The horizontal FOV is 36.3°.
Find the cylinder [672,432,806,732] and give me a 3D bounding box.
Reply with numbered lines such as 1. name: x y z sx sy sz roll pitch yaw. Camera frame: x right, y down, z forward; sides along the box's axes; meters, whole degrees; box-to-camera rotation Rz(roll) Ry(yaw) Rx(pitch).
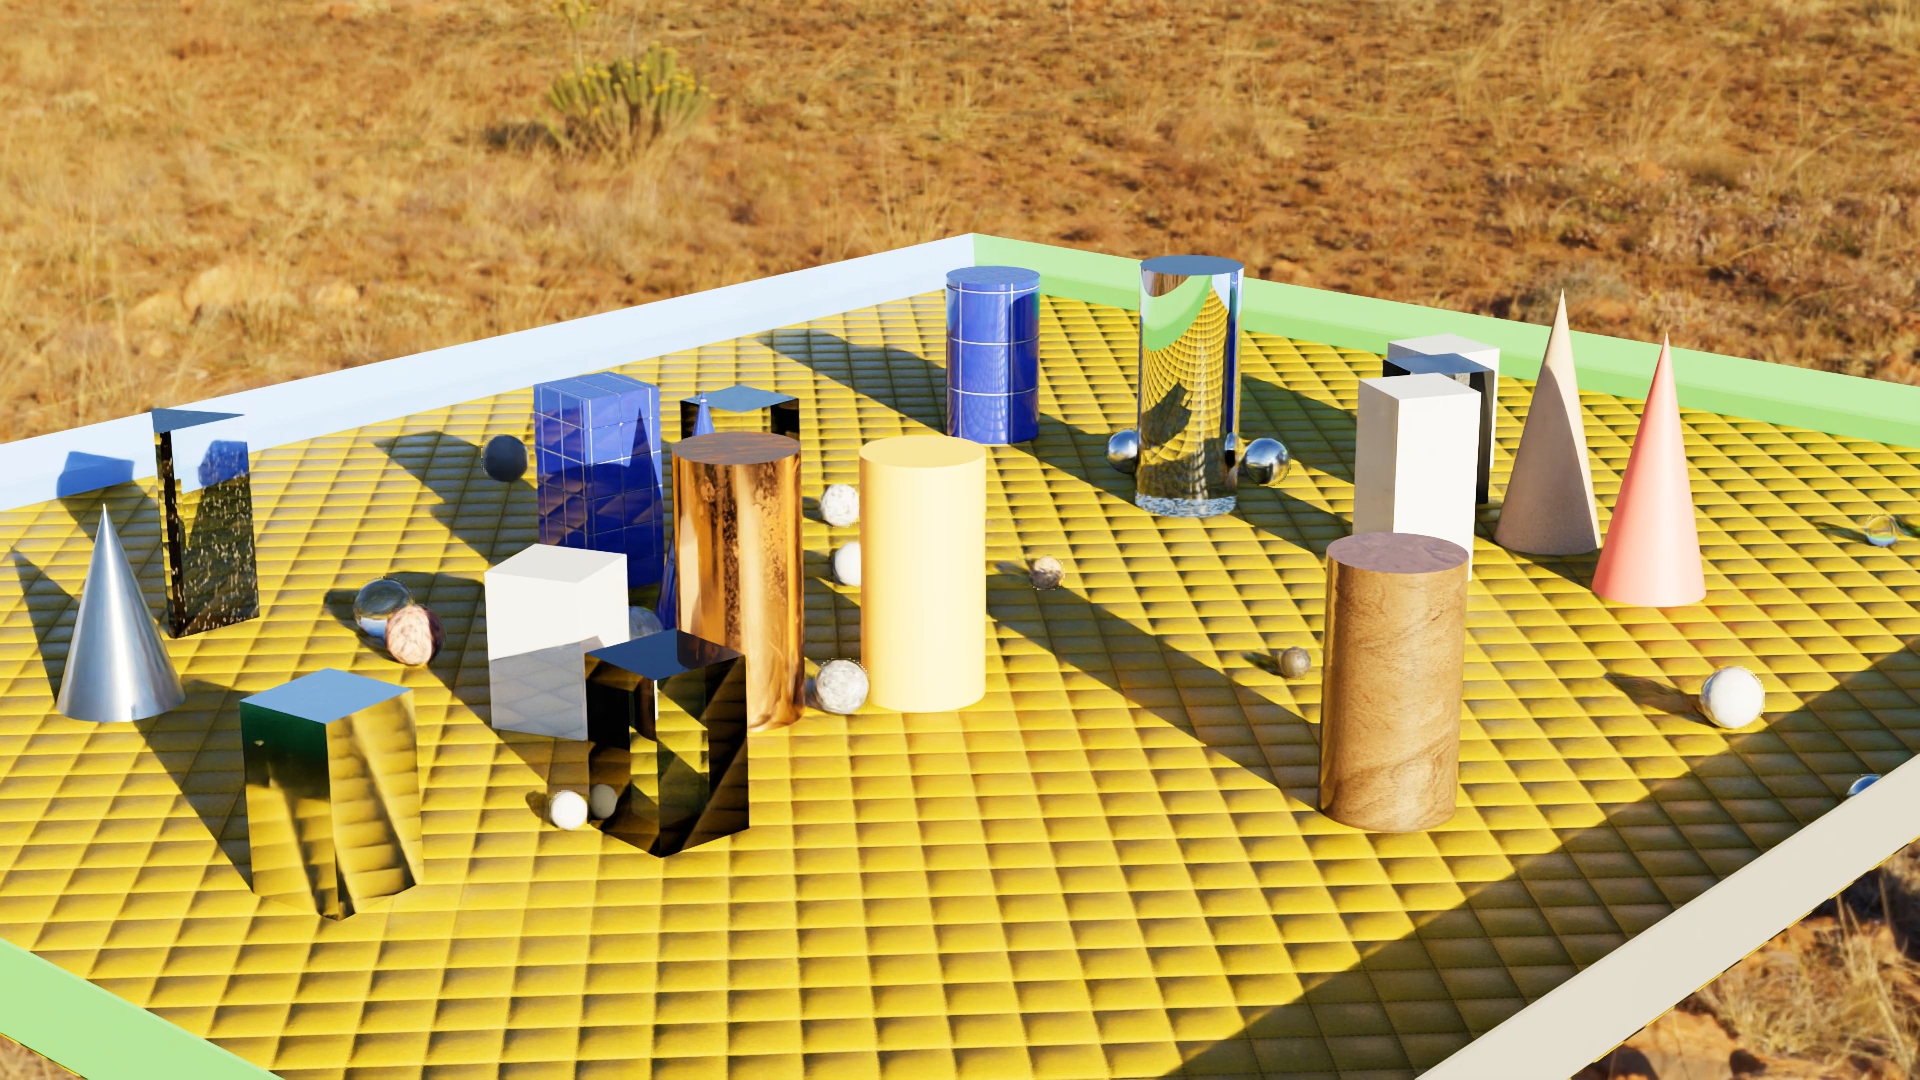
1. cylinder: -0.339 0.063 4.507 0.197 0.425 0.197 0 17 0

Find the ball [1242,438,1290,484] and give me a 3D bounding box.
1. ball: 0.605 -0.156 5.808 0.094 0.094 0.094 0 17 0

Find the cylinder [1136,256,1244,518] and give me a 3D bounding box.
1. cylinder: 0.439 -0.296 5.621 0.197 0.469 0.197 0 17 0

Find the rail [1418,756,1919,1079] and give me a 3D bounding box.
1. rail: 1.291 0.355 4.047 0.045 0.128 4.092 14 22 39

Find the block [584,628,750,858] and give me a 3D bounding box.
1. block: -0.406 0.280 4.077 0.158 0.257 0.158 -15 22 -41

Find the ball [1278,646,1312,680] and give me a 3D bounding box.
1. ball: 0.538 0.197 4.707 0.052 0.052 0.052 0 17 0

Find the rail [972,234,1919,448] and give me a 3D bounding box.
1. rail: 1.326 -0.408 6.582 3.466 0.128 0.045 14 22 39

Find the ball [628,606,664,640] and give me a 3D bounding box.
1. ball: -0.529 0.155 4.775 0.094 0.094 0.094 0 17 0

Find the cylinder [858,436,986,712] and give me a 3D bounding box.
1. cylinder: -0.058 0.051 4.600 0.197 0.394 0.197 0 17 0

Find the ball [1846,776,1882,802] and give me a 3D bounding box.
1. ball: 1.282 0.365 4.119 0.069 0.069 0.069 0 17 0

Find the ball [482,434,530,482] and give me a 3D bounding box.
1. ball: -0.902 -0.162 5.827 0.094 0.094 0.094 0 17 0

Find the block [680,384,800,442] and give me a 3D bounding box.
1. block: -0.412 -0.148 5.522 0.158 0.243 0.158 14 22 38

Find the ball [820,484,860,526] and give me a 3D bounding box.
1. ball: -0.225 -0.065 5.528 0.080 0.080 0.080 0 17 0

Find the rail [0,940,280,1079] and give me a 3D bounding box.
1. rail: -1.326 0.473 3.658 3.466 0.128 0.045 14 22 39

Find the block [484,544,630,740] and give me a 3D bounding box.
1. block: -0.615 0.155 4.503 0.158 0.250 0.158 6 18 20

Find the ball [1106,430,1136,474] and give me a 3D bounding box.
1. ball: 0.337 -0.177 5.888 0.088 0.088 0.088 0 17 0

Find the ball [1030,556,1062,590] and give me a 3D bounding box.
1. ball: 0.151 0.058 5.160 0.058 0.058 0.058 0 17 0

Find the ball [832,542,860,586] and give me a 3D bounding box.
1. ball: -0.186 0.043 5.174 0.079 0.079 0.079 0 17 0

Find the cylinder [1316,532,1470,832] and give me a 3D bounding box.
1. cylinder: 0.609 0.199 4.134 0.197 0.379 0.197 0 17 0

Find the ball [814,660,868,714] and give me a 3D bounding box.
1. ball: -0.184 0.229 4.546 0.085 0.085 0.085 0 17 0

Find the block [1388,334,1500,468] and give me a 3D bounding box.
1. block: 0.972 -0.274 5.933 0.158 0.247 0.158 -9 19 -28

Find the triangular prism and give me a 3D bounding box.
1. triangular prism: -1.310 -0.037 4.958 0.148 0.356 0.171 16 23 42

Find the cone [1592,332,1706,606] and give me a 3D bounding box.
1. cone: 1.212 -0.136 5.096 0.197 0.465 0.197 0 17 0

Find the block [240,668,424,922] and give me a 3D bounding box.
1. block: -0.828 0.333 3.873 0.158 0.273 0.158 11 20 32

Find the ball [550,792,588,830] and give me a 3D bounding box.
1. ball: -0.547 0.379 4.103 0.052 0.052 0.052 0 17 0

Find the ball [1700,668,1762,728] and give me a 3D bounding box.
1. ball: 1.180 0.242 4.487 0.094 0.094 0.094 0 17 0

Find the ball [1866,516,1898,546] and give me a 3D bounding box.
1. ball: 1.700 -0.017 5.407 0.058 0.058 0.058 0 17 0

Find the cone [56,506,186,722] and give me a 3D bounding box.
1. cone: -1.320 0.098 4.567 0.197 0.323 0.197 0 17 0

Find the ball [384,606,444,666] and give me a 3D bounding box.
1. ball: -0.888 0.155 4.769 0.097 0.097 0.097 0 17 0

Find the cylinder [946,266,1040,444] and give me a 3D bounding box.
1. cylinder: 0.069 -0.389 6.154 0.197 0.340 0.197 0 17 0

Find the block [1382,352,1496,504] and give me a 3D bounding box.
1. block: 0.924 -0.212 5.696 0.158 0.265 0.158 -6 18 -19

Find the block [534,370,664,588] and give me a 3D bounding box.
1. block: -0.636 -0.100 5.172 0.158 0.354 0.158 -14 22 -38

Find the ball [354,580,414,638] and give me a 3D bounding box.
1. ball: -0.963 0.115 4.901 0.099 0.099 0.099 0 17 0

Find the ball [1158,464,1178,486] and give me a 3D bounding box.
1. ball: 0.412 -0.128 5.802 0.043 0.043 0.043 0 17 0

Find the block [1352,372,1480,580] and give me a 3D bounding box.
1. block: 0.808 -0.106 5.209 0.158 0.344 0.158 -6 18 -18

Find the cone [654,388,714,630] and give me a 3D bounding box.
1. cone: -0.422 -0.048 4.880 0.197 0.423 0.197 0 17 0

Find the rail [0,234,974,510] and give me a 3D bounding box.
1. rail: -1.291 -0.291 6.193 0.045 0.128 4.092 14 22 39

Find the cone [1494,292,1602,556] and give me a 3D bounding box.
1. cone: 1.093 -0.228 5.386 0.197 0.476 0.197 0 17 0
